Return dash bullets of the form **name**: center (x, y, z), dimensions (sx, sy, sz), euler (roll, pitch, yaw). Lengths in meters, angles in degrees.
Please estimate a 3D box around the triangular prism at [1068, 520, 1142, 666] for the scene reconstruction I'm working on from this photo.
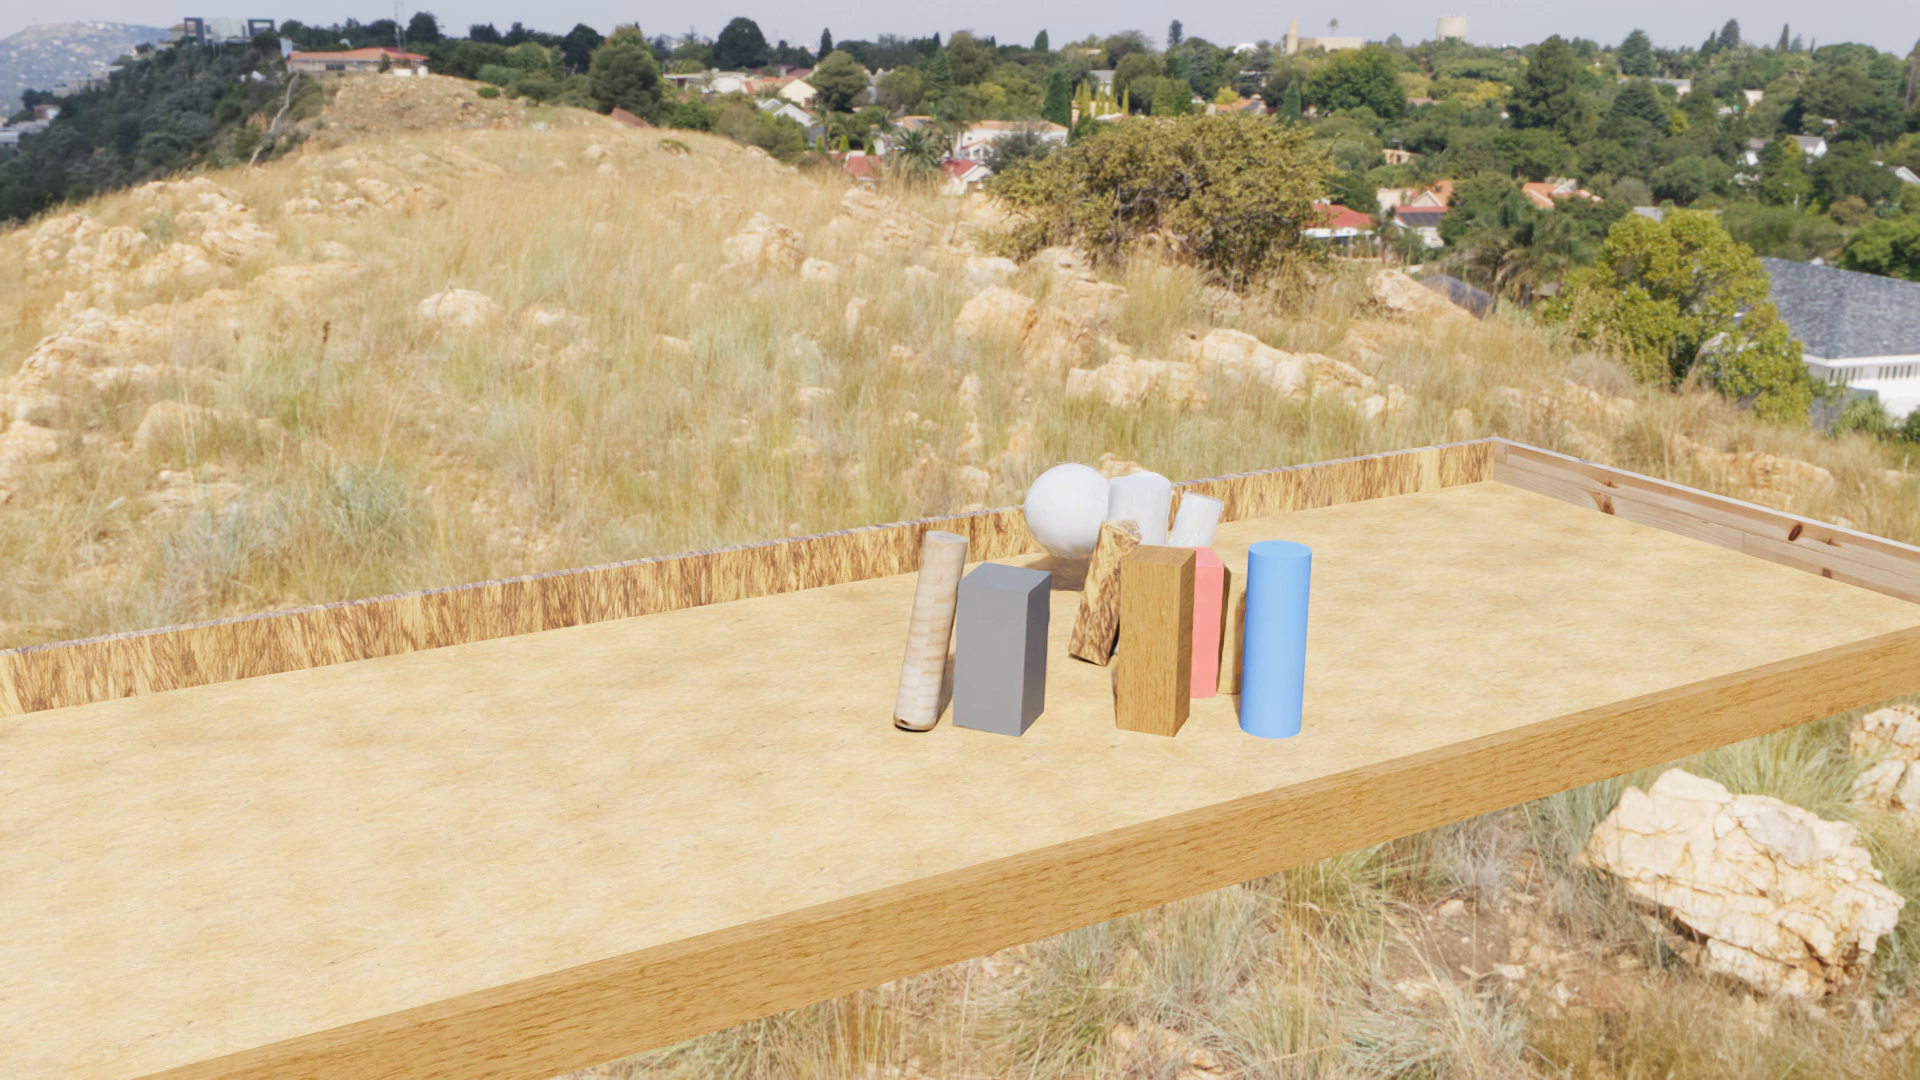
- **triangular prism**: center (0.387, 0.127, 4.231), dimensions (0.111, 0.371, 0.097), euler (22, 25, 21)

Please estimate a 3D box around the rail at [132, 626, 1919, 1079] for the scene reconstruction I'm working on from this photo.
- **rail**: center (-2.336, 1.006, 1.665), dimensions (12.000, 0.150, 0.050), euler (-9, 18, -27)

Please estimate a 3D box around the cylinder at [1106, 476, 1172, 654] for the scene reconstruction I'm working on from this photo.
- **cylinder**: center (0.456, 0.066, 4.331), dimensions (0.162, 0.444, 0.162), euler (3, 15, -1)

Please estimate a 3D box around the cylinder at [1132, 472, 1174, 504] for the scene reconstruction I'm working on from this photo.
- **cylinder**: center (0.516, -0.013, 4.798), dimensions (0.141, 0.141, 0.364), euler (6, 56, 20)

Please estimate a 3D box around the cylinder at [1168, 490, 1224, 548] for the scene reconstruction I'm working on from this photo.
- **cylinder**: center (0.618, 0.048, 4.541), dimensions (0.111, 0.350, 0.111), euler (16, 7, -2)

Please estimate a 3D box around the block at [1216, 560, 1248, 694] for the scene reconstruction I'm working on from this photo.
- **block**: center (0.692, 0.215, 4.064), dimensions (0.102, 0.309, 0.102), euler (2, 16, -4)

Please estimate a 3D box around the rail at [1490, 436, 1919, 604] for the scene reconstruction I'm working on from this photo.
- **rail**: center (2.466, -0.048, 5.253), dimensions (0.050, 0.150, 2.100), euler (-9, 18, -27)

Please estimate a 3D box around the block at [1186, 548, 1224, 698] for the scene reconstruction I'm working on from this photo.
- **block**: center (0.542, 0.202, 4.070), dimensions (0.168, 0.334, 0.168), euler (0, 16, -2)

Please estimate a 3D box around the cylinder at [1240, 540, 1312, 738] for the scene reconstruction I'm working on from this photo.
- **cylinder**: center (0.727, 0.229, 3.804), dimensions (0.142, 0.434, 0.142), euler (0, 16, 0)

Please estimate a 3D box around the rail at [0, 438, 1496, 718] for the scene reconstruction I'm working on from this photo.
- **rail**: center (-3.305, 0.497, 3.399), dimensions (12.000, 0.150, 0.050), euler (-9, 18, -27)

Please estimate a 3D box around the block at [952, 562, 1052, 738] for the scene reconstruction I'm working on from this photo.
- **block**: center (0.098, 0.253, 3.857), dimensions (0.169, 0.352, 0.169), euler (9, 18, 20)

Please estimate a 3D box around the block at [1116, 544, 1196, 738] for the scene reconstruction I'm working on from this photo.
- **block**: center (0.456, 0.232, 3.832), dimensions (0.138, 0.413, 0.138), euler (7, 18, 21)

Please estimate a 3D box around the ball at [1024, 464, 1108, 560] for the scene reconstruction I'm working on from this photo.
- **ball**: center (0.321, -0.081, 4.731), dimensions (0.276, 0.276, 0.276), euler (0, 16, 0)

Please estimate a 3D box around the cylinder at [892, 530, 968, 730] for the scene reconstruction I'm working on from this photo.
- **cylinder**: center (-0.068, 0.210, 3.819), dimensions (0.101, 0.452, 0.101), euler (10, 12, -2)
